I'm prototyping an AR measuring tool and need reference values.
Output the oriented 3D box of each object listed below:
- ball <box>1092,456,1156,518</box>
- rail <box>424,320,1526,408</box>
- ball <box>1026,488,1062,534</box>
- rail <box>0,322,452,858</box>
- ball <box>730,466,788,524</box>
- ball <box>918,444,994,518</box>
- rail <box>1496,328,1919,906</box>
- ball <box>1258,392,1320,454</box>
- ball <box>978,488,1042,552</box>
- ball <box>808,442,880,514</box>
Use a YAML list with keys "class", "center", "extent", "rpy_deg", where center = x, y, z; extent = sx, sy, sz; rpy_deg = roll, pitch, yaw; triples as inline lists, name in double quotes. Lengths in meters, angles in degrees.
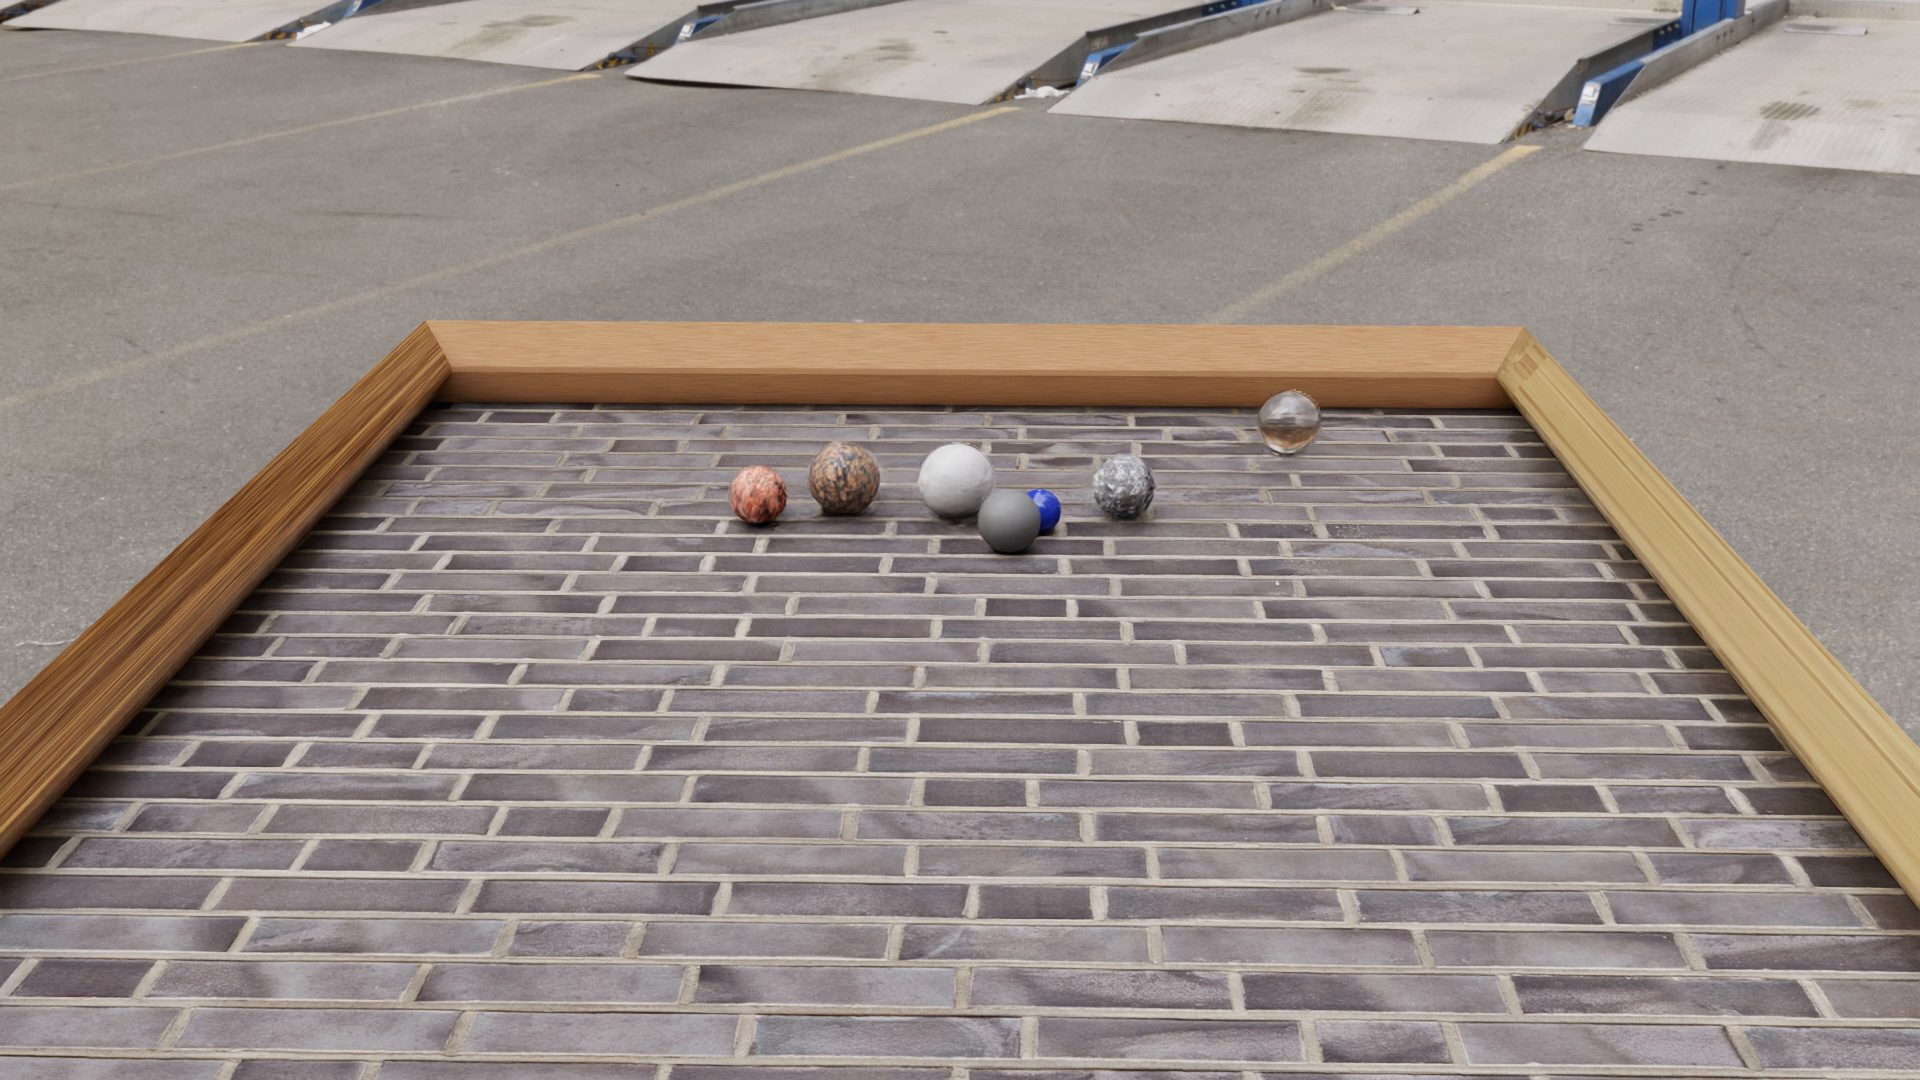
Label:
- class: "ball"
  center: [0.199, -0.065, 2.671]
  extent: [0.076, 0.076, 0.076]
  rpy_deg: [0, 19, 0]
- class: "rail"
  center: [0.016, -0.244, 3.124]
  extent: [1.566, 0.118, 0.045]
  rpy_deg: [0, 19, 1]
- class: "ball"
  center: [0.095, -0.034, 2.619]
  extent: [0.053, 0.053, 0.053]
  rpy_deg: [0, 19, 0]
- class: "rail"
  center: [-0.775, 0.203, 1.824]
  extent: [0.045, 0.118, 2.833]
  rpy_deg: [0, 19, 1]
- class: "ball"
  center: [-0.243, -0.054, 2.649]
  extent: [0.069, 0.069, 0.069]
  rpy_deg: [0, 19, 0]
- class: "ball"
  center: [-0.005, -0.072, 2.668]
  extent: [0.091, 0.091, 0.091]
  rpy_deg: [0, 19, 0]
- class: "rail"
  center: [0.743, 0.215, 1.791]
  extent: [0.045, 0.118, 2.833]
  rpy_deg: [0, 19, 1]
- class: "ball"
  center: [0.438, -0.156, 2.927]
  extent: [0.083, 0.083, 0.083]
  rpy_deg: [0, 19, 0]
- class: "ball"
  center: [0.057, -0.022, 2.551]
  extent: [0.074, 0.074, 0.074]
  rpy_deg: [0, 19, 0]
- class: "ball"
  center: [-0.141, -0.075, 2.683]
  extent: [0.087, 0.087, 0.087]
  rpy_deg: [0, 19, 0]
